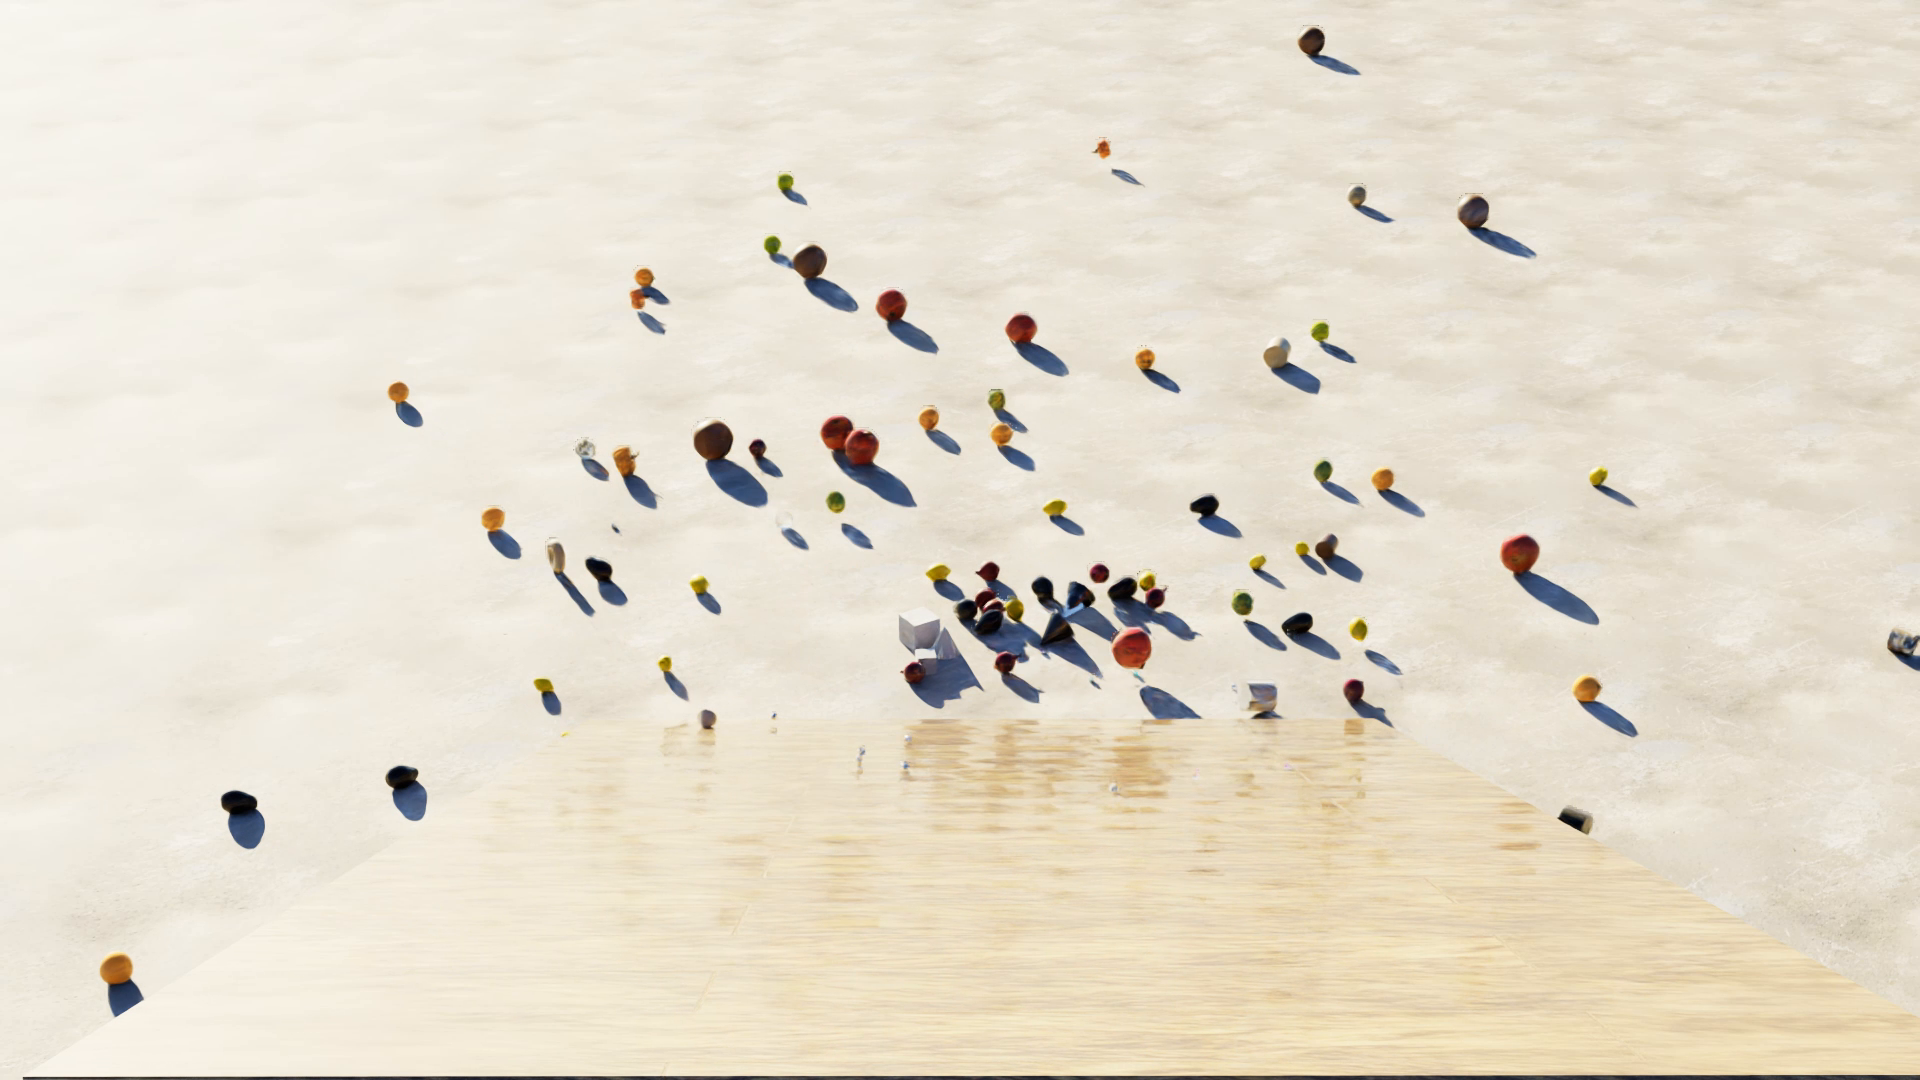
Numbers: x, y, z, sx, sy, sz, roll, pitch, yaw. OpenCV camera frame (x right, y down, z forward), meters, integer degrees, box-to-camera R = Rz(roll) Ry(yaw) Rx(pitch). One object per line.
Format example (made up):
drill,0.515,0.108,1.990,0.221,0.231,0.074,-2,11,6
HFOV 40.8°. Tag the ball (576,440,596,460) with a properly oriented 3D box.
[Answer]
ball,-1.187,-0.286,8.188,0.062,0.062,0.062,0,27,0

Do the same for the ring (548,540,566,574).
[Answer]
ring,-1.170,0.048,7.483,0.033,0.100,0.100,-11,29,-23

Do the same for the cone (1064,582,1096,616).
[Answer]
cone,0.319,0.183,7.276,0.095,0.095,0.095,19,59,33

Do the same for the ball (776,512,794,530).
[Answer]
ball,-0.527,-0.060,7.747,0.054,0.054,0.054,0,27,0

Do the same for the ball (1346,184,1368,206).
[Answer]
ball,1.590,-1.381,10.343,0.082,0.082,0.082,0,27,0

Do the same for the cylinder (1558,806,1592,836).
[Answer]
cylinder,1.489,0.687,6.253,0.063,0.063,0.063,20,33,34

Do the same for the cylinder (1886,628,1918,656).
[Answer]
cylinder,2.580,0.279,7.063,0.062,0.062,0.062,21,34,35

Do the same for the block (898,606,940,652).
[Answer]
block,-0.112,0.246,7.106,0.083,0.083,0.083,-16,31,-29

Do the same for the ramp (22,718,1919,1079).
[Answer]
ramp,0.060,0.546,4.582,2.000,0.100,4.000,0,1,0

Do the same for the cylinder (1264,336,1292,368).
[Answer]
cylinder,1.091,-0.644,8.874,0.084,0.084,0.084,7,28,14

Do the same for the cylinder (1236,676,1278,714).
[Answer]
cylinder,0.780,0.409,6.773,0.078,0.078,0.078,-20,32,-18

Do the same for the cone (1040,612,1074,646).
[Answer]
cone,0.252,0.263,7.120,0.092,0.092,0.092,-42,42,-16

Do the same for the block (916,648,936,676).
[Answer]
block,-0.092,0.329,6.977,0.051,0.051,0.051,-4,27,-8

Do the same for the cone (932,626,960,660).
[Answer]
cone,-0.042,0.270,7.058,0.084,0.084,0.084,0,27,0

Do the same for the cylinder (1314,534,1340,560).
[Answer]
cylinder,1.079,0.019,7.588,0.057,0.057,0.057,11,29,21
